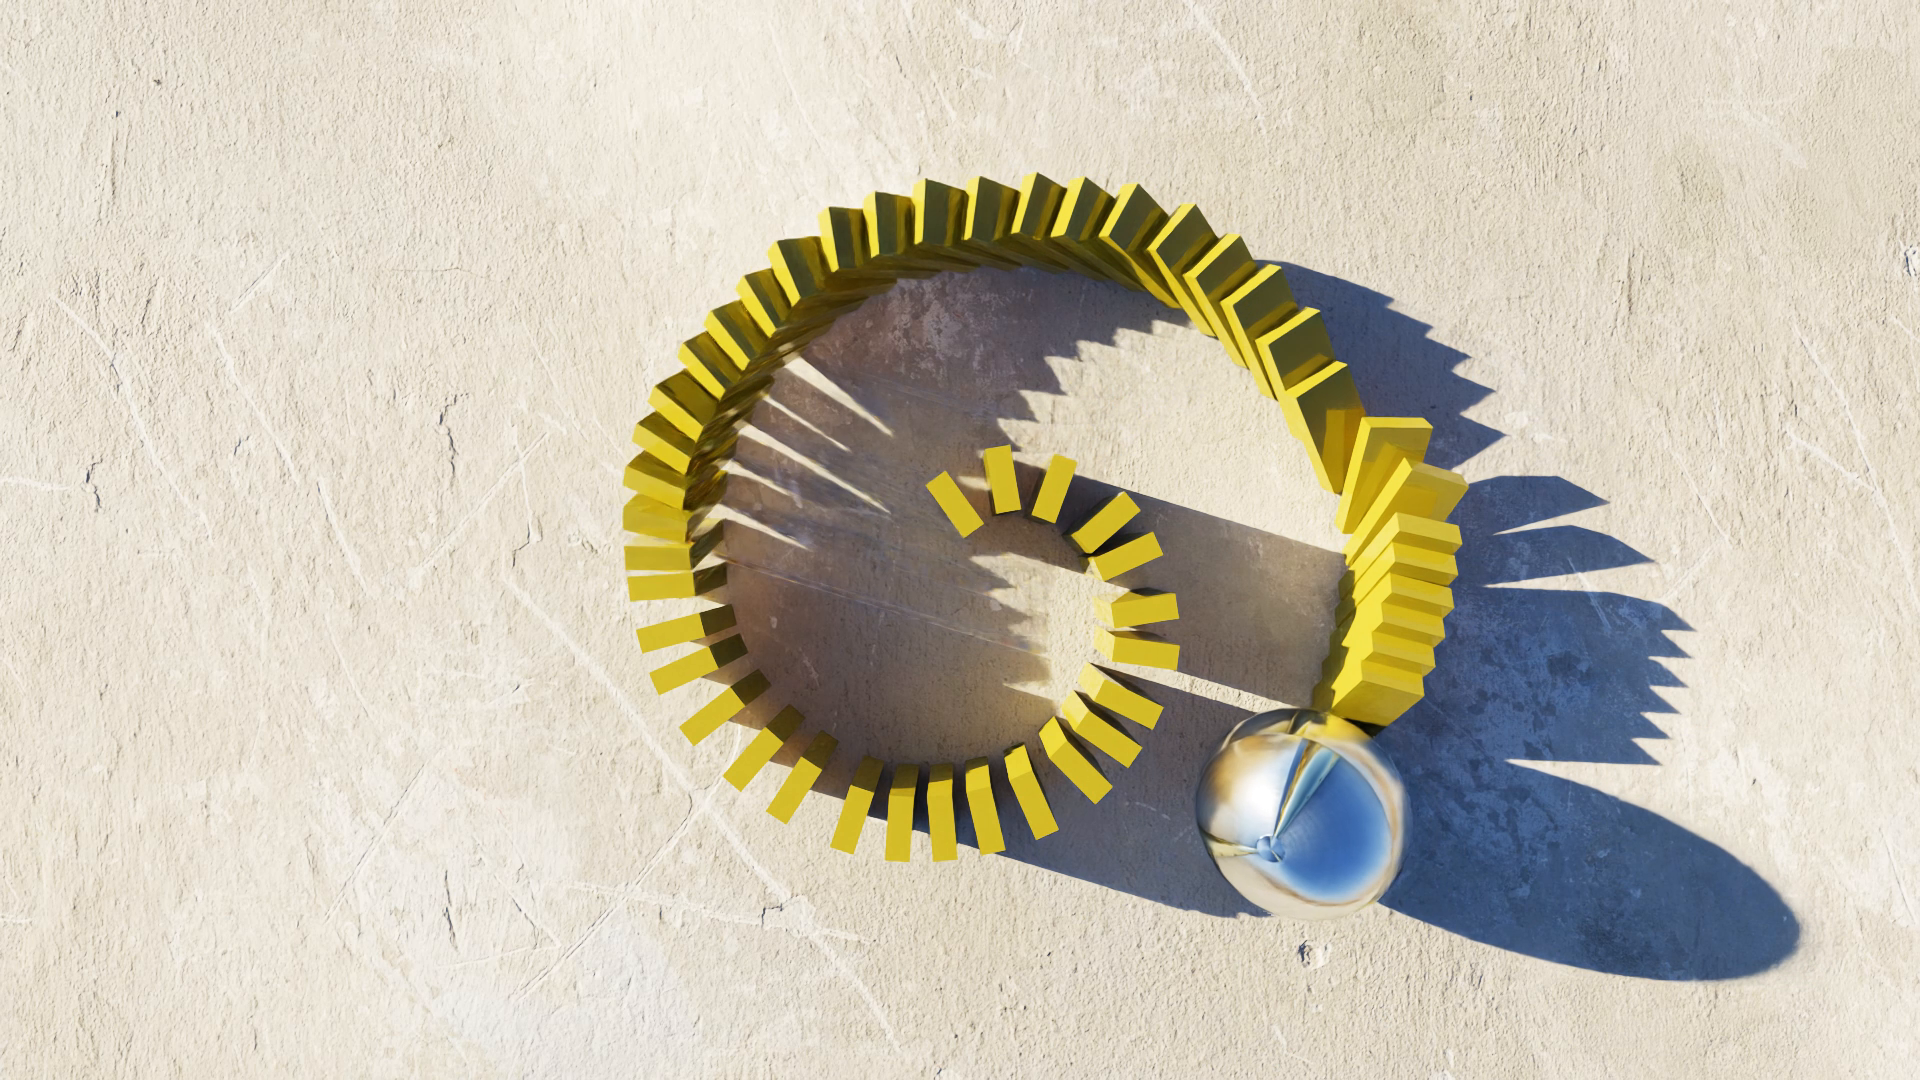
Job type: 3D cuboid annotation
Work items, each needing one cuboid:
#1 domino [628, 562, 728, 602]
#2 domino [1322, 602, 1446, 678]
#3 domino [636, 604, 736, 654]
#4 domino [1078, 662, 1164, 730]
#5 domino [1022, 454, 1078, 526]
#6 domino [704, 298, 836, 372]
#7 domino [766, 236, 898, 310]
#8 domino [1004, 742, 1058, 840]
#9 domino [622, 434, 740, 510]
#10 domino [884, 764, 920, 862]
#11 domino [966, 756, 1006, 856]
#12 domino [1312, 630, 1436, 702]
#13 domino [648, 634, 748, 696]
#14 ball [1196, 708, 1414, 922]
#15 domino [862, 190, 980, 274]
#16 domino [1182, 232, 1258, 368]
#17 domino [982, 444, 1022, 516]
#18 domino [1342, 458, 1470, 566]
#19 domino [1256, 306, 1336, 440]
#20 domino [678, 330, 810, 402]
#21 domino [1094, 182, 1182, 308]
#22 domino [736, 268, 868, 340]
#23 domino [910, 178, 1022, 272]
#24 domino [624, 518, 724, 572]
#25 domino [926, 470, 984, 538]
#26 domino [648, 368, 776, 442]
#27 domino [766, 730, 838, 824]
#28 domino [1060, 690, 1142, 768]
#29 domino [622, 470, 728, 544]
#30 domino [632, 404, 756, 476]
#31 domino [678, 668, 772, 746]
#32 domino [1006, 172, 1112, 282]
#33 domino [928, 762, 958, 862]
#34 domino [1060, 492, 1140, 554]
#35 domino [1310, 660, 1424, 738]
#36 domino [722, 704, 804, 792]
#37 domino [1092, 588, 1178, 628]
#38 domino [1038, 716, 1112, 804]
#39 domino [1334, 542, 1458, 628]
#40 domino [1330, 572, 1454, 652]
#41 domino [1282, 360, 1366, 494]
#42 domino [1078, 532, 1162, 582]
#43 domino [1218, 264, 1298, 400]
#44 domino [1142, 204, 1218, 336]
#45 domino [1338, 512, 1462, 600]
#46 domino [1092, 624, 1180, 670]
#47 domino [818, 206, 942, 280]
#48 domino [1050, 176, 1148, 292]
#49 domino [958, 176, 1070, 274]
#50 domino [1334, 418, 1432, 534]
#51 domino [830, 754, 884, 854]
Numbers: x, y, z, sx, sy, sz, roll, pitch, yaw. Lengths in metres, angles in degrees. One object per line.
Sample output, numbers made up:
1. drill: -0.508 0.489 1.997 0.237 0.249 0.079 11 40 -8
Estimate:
1. domino: -0.114 0.017 0.375 0.025 0.050 0.010 -4 93 0
2. domino: 0.173 0.046 0.377 0.025 0.050 0.010 14 53 0
3. domino: -0.111 0.036 0.375 0.025 0.050 0.009 -15 90 0
4. domino: 0.065 0.063 0.375 0.025 0.050 0.010 26 90 0
5. domino: 0.036 -0.020 0.375 0.009 0.050 0.025 20 90 0
6. domino: -0.078 -0.090 0.380 0.025 0.010 0.050 52 50 0
7. domino: -0.052 -0.113 0.381 0.050 0.009 0.025 -22 88 -38
8. domino: 0.028 0.101 0.375 0.010 0.050 0.025 -24 90 0
9. domino: -0.113 -0.033 0.377 0.025 0.050 0.010 23 124 0
10. domino: -0.023 0.110 0.375 0.010 0.050 0.025 4 90 0
11. domino: 0.010 0.107 0.375 0.010 0.050 0.025 -13 90 0
12. domino: 0.169 0.057 0.377 0.025 0.050 0.010 14 53 0
13. domino: -0.106 0.050 0.375 0.025 0.050 0.010 -24 90 0
14. ball: 0.134 0.107 0.360 0.080 0.080 0.080 0 90 0
15. domino: -0.015 -0.128 0.382 0.050 0.009 0.025 -4 90 -35
16. domino: 0.116 -0.099 0.383 0.025 0.010 0.050 -43 122 0
17. domino: 0.017 -0.023 0.375 0.009 0.050 0.025 -10 90 0
18. domino: 0.184 -0.008 0.381 0.025 0.009 0.050 15 126 -5
19. domino: 0.145 -0.069 0.384 0.025 0.009 0.050 -33 119 0
20. domino: -0.089 -0.079 0.380 0.025 0.010 0.050 48 50 0
21. domino: 0.080 -0.122 0.382 0.050 0.009 0.025 31 86 -33
22. domino: -0.065 -0.103 0.381 0.050 0.010 0.025 -32 90 -38
23. domino: 0.004 -0.131 0.382 0.050 0.010 0.025 3 90 -34
24. domino: -0.116 0.001 0.375 0.025 0.050 0.010 2 105 0
25. domino: -0.002 -0.014 0.375 0.010 0.050 0.025 -36 90 0
26. domino: -0.101 -0.062 0.378 0.025 0.050 0.010 40 130 0
27. domino: -0.063 0.096 0.375 0.010 0.050 0.025 33 90 0
28. domino: 0.057 0.076 0.375 0.025 0.050 0.009 35 90 0
29. domino: -0.116 -0.017 0.376 0.025 0.050 0.010 12 118 0
30. domino: -0.108 -0.048 0.377 0.025 0.050 0.009 33 128 0
31. domino: -0.095 0.068 0.375 0.025 0.050 0.010 -38 90 0
32. domino: 0.045 -0.130 0.383 0.050 0.009 0.025 16 90 -31
33. domino: -0.007 0.110 0.375 0.009 0.050 0.025 -5 90 0
34. domino: 0.057 -0.007 0.375 0.025 0.050 0.009 -41 90 0
35. domino: 0.165 0.068 0.377 0.025 0.050 0.010 15 53 0
36. domino: -0.079 0.084 0.375 0.009 0.050 0.025 41 90 0
37. domino: 0.071 0.027 0.375 0.025 0.050 0.009 -9 90 0
38. domino: 0.046 0.089 0.375 0.010 0.050 0.025 -45 90 0
39. domino: 0.178 0.022 0.377 0.025 0.050 0.010 12 53 0
40. domino: 0.176 0.034 0.377 0.025 0.050 0.010 14 53 0
41. domino: 0.157 -0.047 0.385 0.025 0.009 0.050 -33 115 0
42. domino: 0.064 0.006 0.375 0.025 0.050 0.009 -24 90 0
43. domino: 0.130 -0.086 0.383 0.025 0.009 0.050 -38 121 0
44. domino: 0.100 -0.112 0.382 0.025 0.010 0.050 -49 122 -2
45. domino: 0.180 0.010 0.377 0.025 0.050 0.010 12 53 0
46. domino: 0.071 0.043 0.375 0.025 0.050 0.010 8 90 0
47. domino: -0.033 -0.123 0.382 0.050 0.010 0.025 -10 90 -35
48. domino: 0.062 -0.126 0.382 0.050 0.009 0.025 21 87 -34
49. domino: 0.025 -0.131 0.383 0.050 0.010 0.025 8 90 -31
50. domino: 0.176 -0.026 0.383 0.025 0.010 0.050 1 122 0
51. domino: -0.041 0.107 0.375 0.010 0.050 0.025 19 90 0
